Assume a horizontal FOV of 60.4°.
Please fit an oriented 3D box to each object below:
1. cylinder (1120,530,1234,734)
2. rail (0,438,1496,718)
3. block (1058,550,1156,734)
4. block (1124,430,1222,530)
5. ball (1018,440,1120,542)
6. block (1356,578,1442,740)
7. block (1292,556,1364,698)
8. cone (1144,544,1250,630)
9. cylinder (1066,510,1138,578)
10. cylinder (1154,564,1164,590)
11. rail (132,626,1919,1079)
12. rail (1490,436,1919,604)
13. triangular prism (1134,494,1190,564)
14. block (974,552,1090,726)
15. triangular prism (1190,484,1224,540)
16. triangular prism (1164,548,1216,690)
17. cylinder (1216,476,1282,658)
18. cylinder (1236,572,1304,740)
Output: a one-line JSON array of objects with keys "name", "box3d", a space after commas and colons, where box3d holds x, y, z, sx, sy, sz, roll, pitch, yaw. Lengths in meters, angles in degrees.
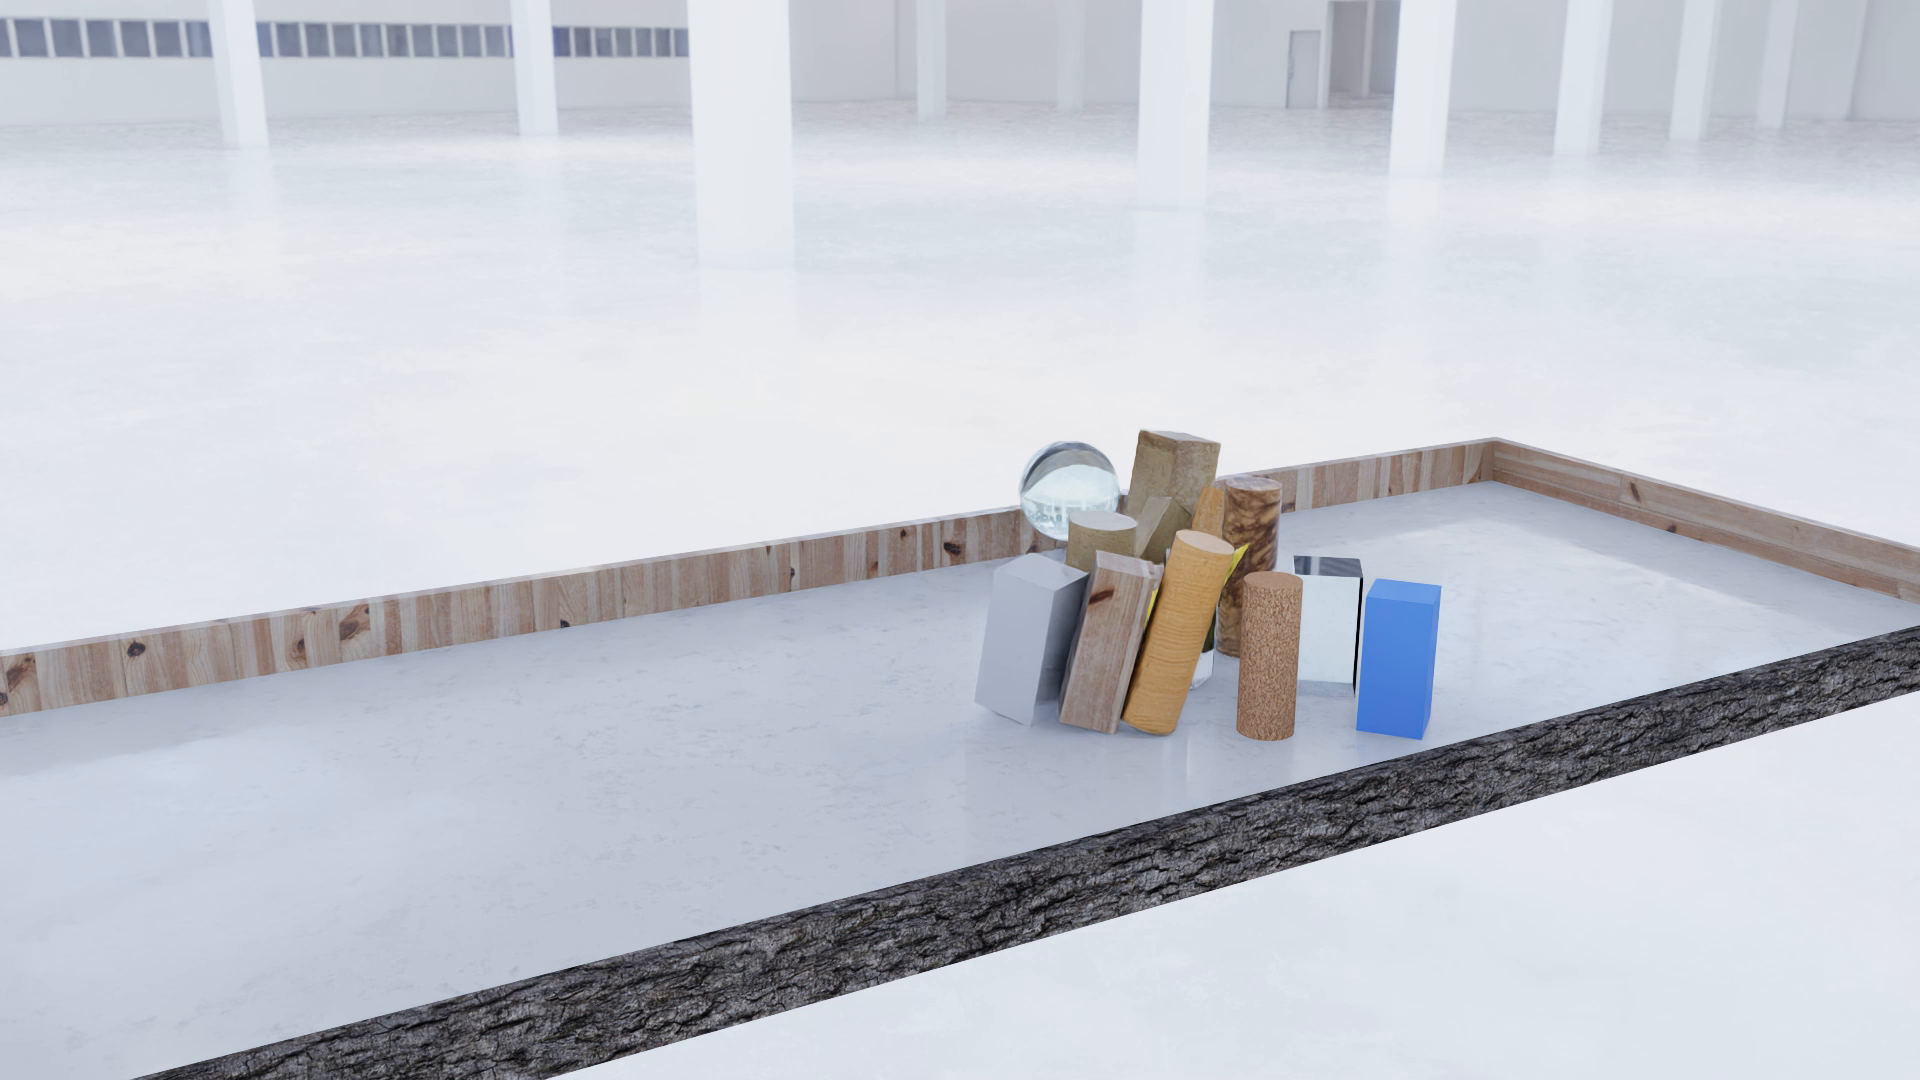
[{"name": "cylinder", "box3d": [0.495, 0.213, 3.785, 0.137, 0.457, 0.137, 14, 18, -5]}, {"name": "rail", "box3d": [-3.305, 0.497, 3.399, 12.000, 0.150, 0.050, -9, 18, -27]}, {"name": "block", "box3d": [0.339, 0.236, 3.830, 0.135, 0.387, 0.135, 12, 17, -1]}, {"name": "block", "box3d": [0.621, -0.104, 4.923, 0.173, 0.419, 0.173, 2, 13, -34]}, {"name": "ball", "box3d": [0.330, -0.149, 4.991, 0.307, 0.307, 0.307, 0, 16, 0]}, {"name": "block", "box3d": [1.021, 0.275, 3.838, 0.149, 0.328, 0.149, 7, 18, 22]}, {"name": "block", "box3d": [0.900, 0.213, 4.080, 0.162, 0.310, 0.162, 3, 17, 9]}, {"name": "cone", "box3d": [0.639, 0.113, 4.285, 0.178, 0.361, 0.178, 24, 41, -23]}, {"name": "cylinder", "box3d": [0.334, 0.153, 4.067, 0.165, 0.421, 0.165, 4, 17, -1]}, {"name": "cylinder", "box3d": [0.630, 0.117, 4.543, 0.374, 0.118, 0.118, -6, 17, -11]}, {"name": "rail", "box3d": [-2.336, 1.006, 1.665, 12.000, 0.150, 0.050, -9, 18, -27]}, {"name": "rail", "box3d": [2.466, -0.048, 5.253, 0.050, 0.150, 2.100, -9, 18, -27]}, {"name": "triangular prism", "box3d": [0.509, 0.024, 4.670, 0.111, 0.316, 0.128, 24, -9, 40]}, {"name": "block", "box3d": [0.168, 0.233, 3.902, 0.161, 0.349, 0.161, 21, 24, 28]}, {"name": "triangular prism", "box3d": [0.691, 0.022, 4.695, 0.106, 0.333, 0.092, 18, -7, 4]}, {"name": "triangular prism", "box3d": [0.560, 0.189, 4.122, 0.113, 0.332, 0.130, 10, 19, 30]}, {"name": "cylinder", "box3d": [0.754, 0.071, 4.309, 0.145, 0.451, 0.145, 1, 16, 0]}, {"name": "cylinder", "box3d": [0.712, 0.267, 3.797, 0.133, 0.367, 0.133, 0, 16, 0]}]
